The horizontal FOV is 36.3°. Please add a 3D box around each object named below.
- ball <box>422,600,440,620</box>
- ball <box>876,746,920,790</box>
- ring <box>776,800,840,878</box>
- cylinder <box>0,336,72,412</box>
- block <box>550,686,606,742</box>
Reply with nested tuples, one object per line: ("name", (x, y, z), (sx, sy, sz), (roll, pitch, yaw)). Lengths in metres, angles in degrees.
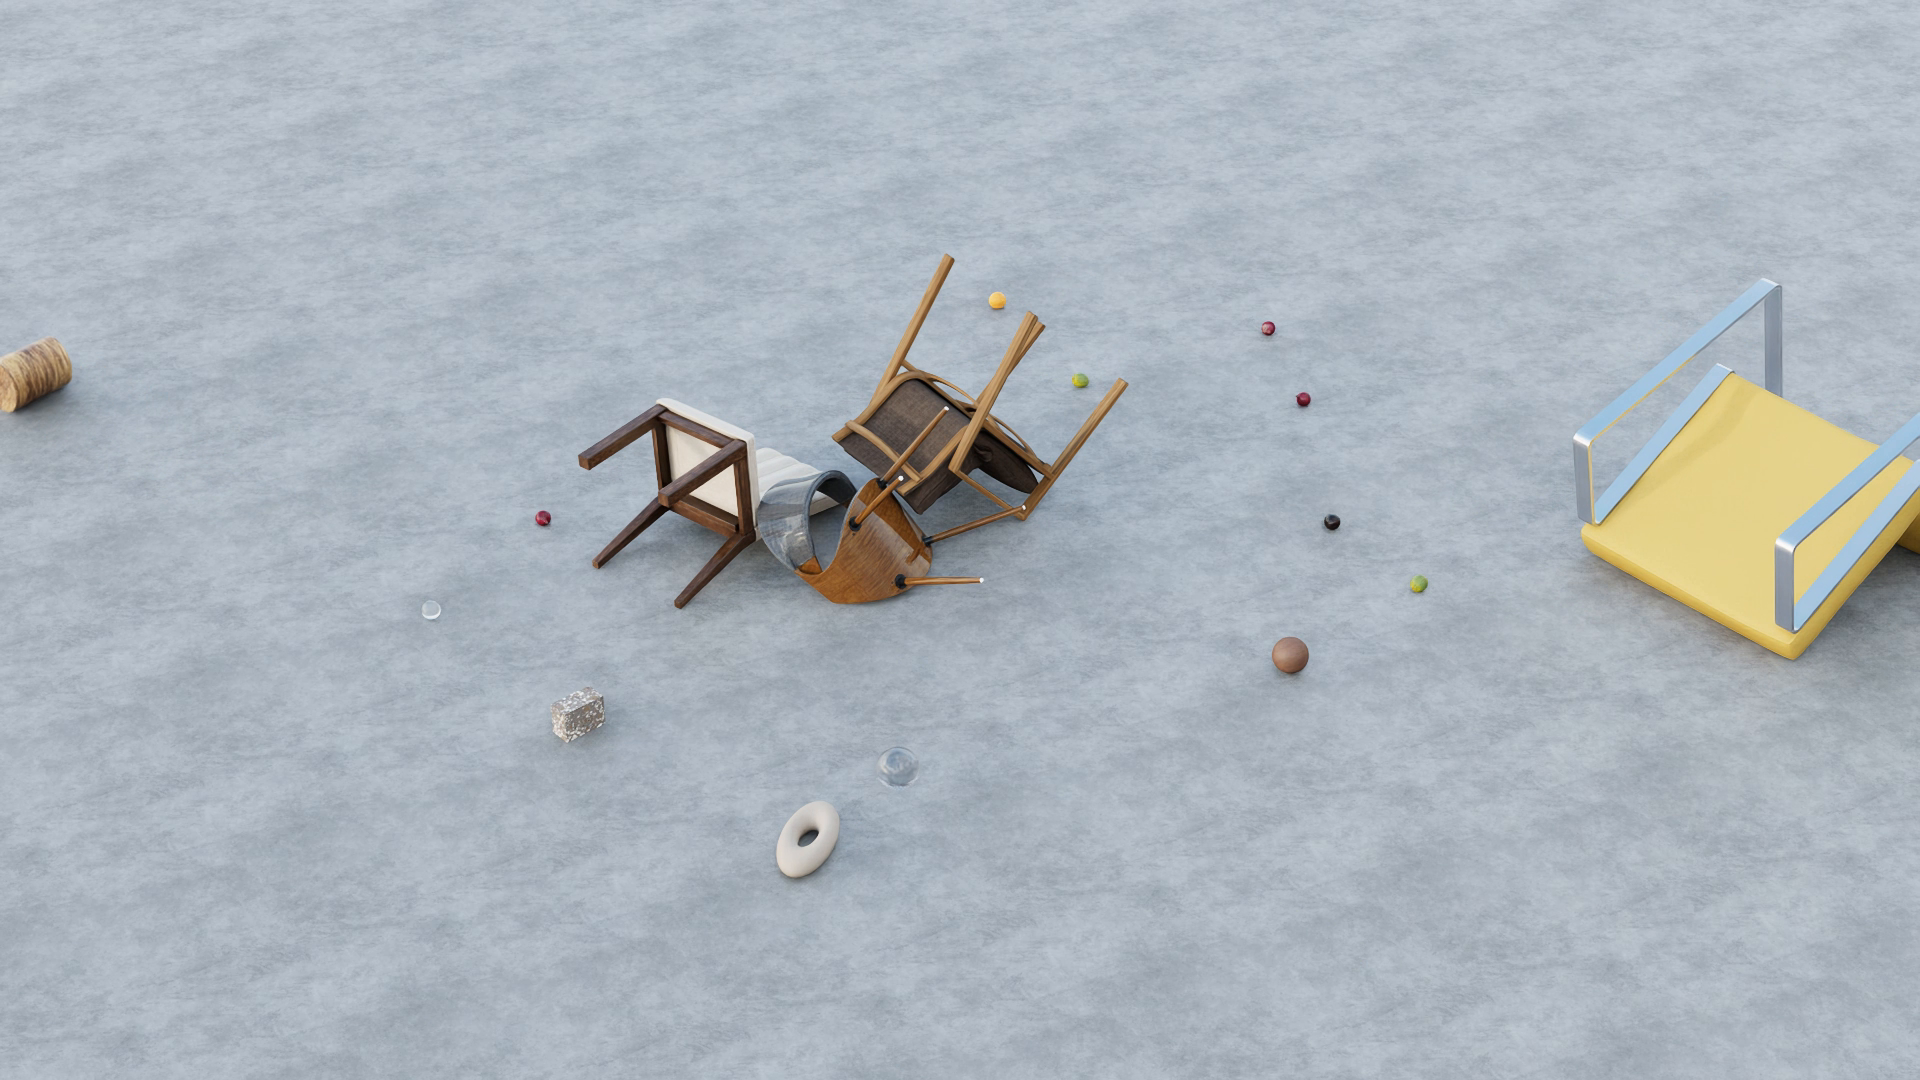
("ball", (-1.895, 0.250, 10.502), (0.069, 0.069, 0.069), (0, 33, 0))
("ball", (-0.205, 0.753, 9.671), (0.144, 0.144, 0.144), (0, 33, 0))
("ring", (-0.487, 0.959, 9.418), (0.180, 0.079, 0.360), (8, 35, 13))
("cylinder", (-3.732, -0.664, 11.743), (0.202, 0.237, 0.270), (48, 49, 8))
("block", (-1.294, 0.590, 9.943), (0.160, 0.117, 0.081), (-26, 42, -34))
